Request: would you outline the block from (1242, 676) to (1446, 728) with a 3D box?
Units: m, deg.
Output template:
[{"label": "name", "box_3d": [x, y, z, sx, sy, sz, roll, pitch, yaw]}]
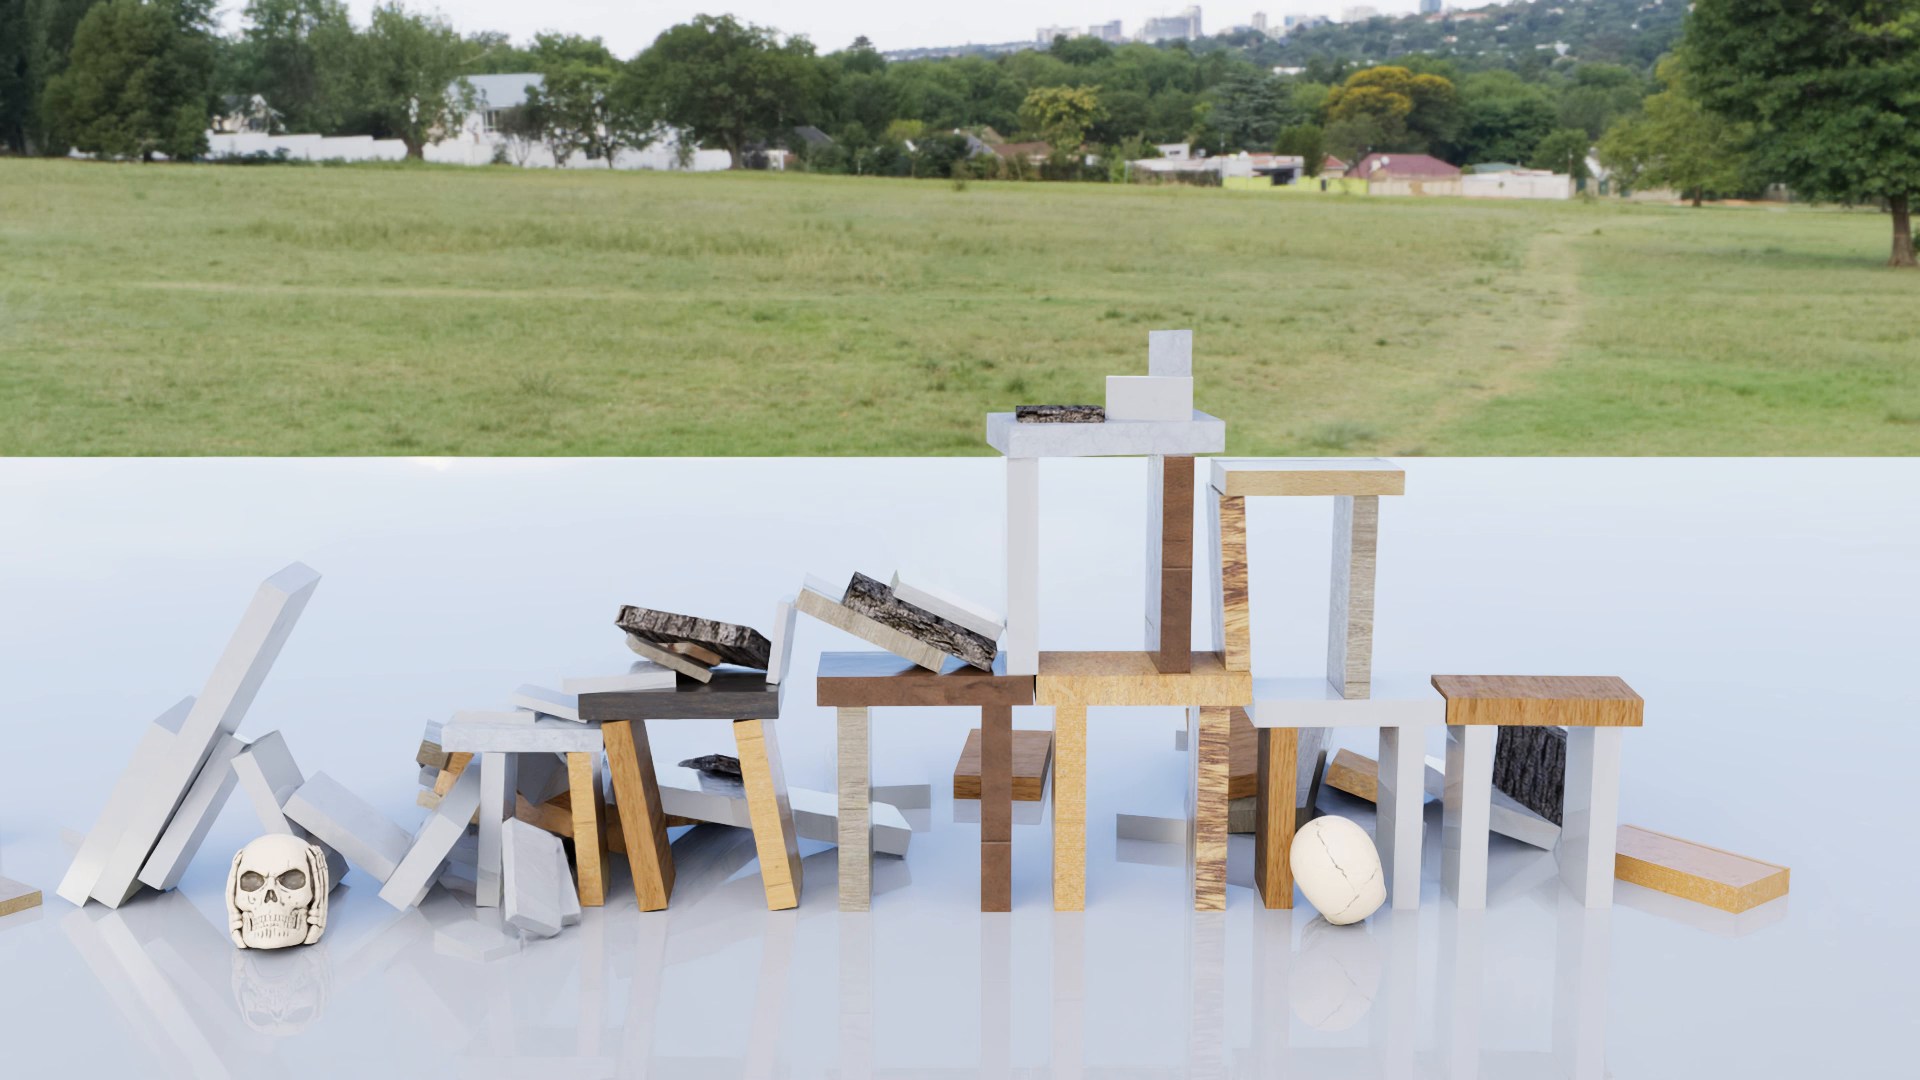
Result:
[{"label": "block", "box_3d": [0.626, 0.265, 3.613, 0.308, 0.044, 0.154, 0, 11, -1]}]

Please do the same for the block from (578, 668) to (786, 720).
[{"label": "block", "box_3d": [-0.452, 0.251, 3.599, 0.320, 0.045, 0.160, 0, 11, -1]}]

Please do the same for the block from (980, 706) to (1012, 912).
[{"label": "block", "box_3d": [0.059, 0.420, 3.635, 0.049, 0.347, 0.173, 0, 11, 0]}]

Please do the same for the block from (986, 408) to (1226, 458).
[{"label": "block", "box_3d": [0.233, -0.174, 3.560, 0.351, 0.050, 0.175, -2, 11, -11]}]

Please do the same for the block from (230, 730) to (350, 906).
[{"label": "block", "box_3d": [-1.111, 0.459, 3.654, 0.038, 0.270, 0.135, -23, 9, 6]}]

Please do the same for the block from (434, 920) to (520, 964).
[{"label": "block", "box_3d": [-0.752, 0.625, 3.427, 0.134, 0.019, 0.067, 10, 15, 43]}]

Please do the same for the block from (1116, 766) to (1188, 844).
[{"label": "block", "box_3d": [0.402, 0.490, 4.083, 0.158, 0.045, 0.317, 3, 11, 16]}]

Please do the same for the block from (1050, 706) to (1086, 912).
[{"label": "block", "box_3d": [0.179, 0.420, 3.639, 0.049, 0.346, 0.173, 0, 11, 0]}]

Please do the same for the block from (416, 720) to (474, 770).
[{"label": "block", "box_3d": [-0.854, 0.419, 4.088, 0.303, 0.043, 0.152, 20, 5, -13]}]

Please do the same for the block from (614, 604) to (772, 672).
[{"label": "block", "box_3d": [-0.431, 0.163, 3.644, 0.255, 0.036, 0.127, 9, -18, 26]}]

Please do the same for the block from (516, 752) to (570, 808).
[{"label": "block", "box_3d": [-0.738, 0.372, 3.756, 0.095, 0.189, 0.027, -27, 39, 5]}]

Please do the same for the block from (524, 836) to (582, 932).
[{"label": "block", "box_3d": [-0.678, 0.556, 3.571, 0.090, 0.025, 0.180, -4, 37, -20]}]

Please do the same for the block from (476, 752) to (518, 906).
[{"label": "block", "box_3d": [-0.766, 0.460, 3.646, 0.037, 0.261, 0.131, 4, 10, -2]}]

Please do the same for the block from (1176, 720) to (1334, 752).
[{"label": "block", "box_3d": [0.589, 0.394, 4.388, 0.291, 0.041, 0.145, 4, 11, 19]}]

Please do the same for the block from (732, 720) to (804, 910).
[{"label": "block", "box_3d": [-0.316, 0.431, 3.637, 0.045, 0.320, 0.160, -10, 10, 2]}]

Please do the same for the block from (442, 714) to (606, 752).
[{"label": "block", "box_3d": [-0.708, 0.313, 3.620, 0.261, 0.037, 0.131, 0, 11, -1]}]

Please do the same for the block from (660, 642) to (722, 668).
[{"label": "block", "box_3d": [-0.461, 0.193, 3.673, 0.068, 0.019, 0.136, 26, -19, -30]}]

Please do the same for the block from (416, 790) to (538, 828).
[{"label": "block", "box_3d": [-0.866, 0.493, 3.938, 0.198, 0.028, 0.099, 12, -11, 27]}]

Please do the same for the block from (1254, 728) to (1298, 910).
[{"label": "block", "box_3d": [0.523, 0.438, 3.643, 0.044, 0.308, 0.154, 0, 11, 0]}]

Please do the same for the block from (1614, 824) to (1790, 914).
[{"label": "block", "box_3d": [1.223, 0.555, 3.737, 0.157, 0.044, 0.313, -9, 14, -39]}]

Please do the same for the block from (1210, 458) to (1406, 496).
[{"label": "block", "box_3d": [0.559, -0.103, 3.551, 0.287, 0.041, 0.144, 0, 11, -3]}]

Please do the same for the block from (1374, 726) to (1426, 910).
[{"label": "block", "box_3d": [0.728, 0.438, 3.644, 0.044, 0.308, 0.154, 0, 11, -1]}]

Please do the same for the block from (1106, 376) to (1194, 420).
[{"label": "block", "box_3d": [0.303, -0.227, 3.517, 0.138, 0.069, 0.020, 1, 11, 5]}]

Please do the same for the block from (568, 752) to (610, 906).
[{"label": "block", "box_3d": [-0.615, 0.460, 3.648, 0.037, 0.261, 0.130, -4, 11, -3]}]

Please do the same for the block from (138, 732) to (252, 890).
[{"label": "block", "box_3d": [-1.264, 0.449, 3.659, 0.038, 0.270, 0.135, 29, -9, -4]}]

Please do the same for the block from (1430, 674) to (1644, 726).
[{"label": "block", "box_3d": [0.942, 0.262, 3.607, 0.311, 0.044, 0.156, 0, 11, 2]}]

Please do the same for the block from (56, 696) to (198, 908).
[{"label": "block", "box_3d": [-1.369, 0.431, 3.657, 0.048, 0.341, 0.171, 31, 9, -5]}]

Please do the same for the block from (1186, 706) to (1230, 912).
[{"label": "block", "box_3d": [0.409, 0.420, 3.639, 0.049, 0.346, 0.173, 0, 11, 0]}]

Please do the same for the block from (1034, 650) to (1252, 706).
[{"label": "block", "box_3d": [0.294, 0.226, 3.604, 0.346, 0.049, 0.173, 0, 11, 0]}]

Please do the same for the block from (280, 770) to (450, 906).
[{"label": "block", "box_3d": [-0.985, 0.494, 3.655, 0.270, 0.038, 0.135, 37, 9, -5]}]

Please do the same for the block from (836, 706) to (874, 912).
[{"label": "block", "box_3d": [-0.172, 0.420, 3.636, 0.049, 0.346, 0.173, 0, 11, 0]}]

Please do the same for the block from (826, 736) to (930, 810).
[{"label": "block", "box_3d": [-0.163, 0.453, 4.277, 0.167, 0.047, 0.333, -2, 11, -9]}]

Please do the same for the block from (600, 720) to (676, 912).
[{"label": "block", "box_3d": [-0.529, 0.433, 3.630, 0.045, 0.320, 0.160, -10, 11, 0]}]

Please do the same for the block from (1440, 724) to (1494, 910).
[{"label": "block", "box_3d": [0.839, 0.436, 3.643, 0.044, 0.311, 0.156, 0, 11, 2]}]

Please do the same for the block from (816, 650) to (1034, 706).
[{"label": "block", "box_3d": [-0.057, 0.226, 3.598, 0.347, 0.049, 0.173, 0, 11, -1]}]
